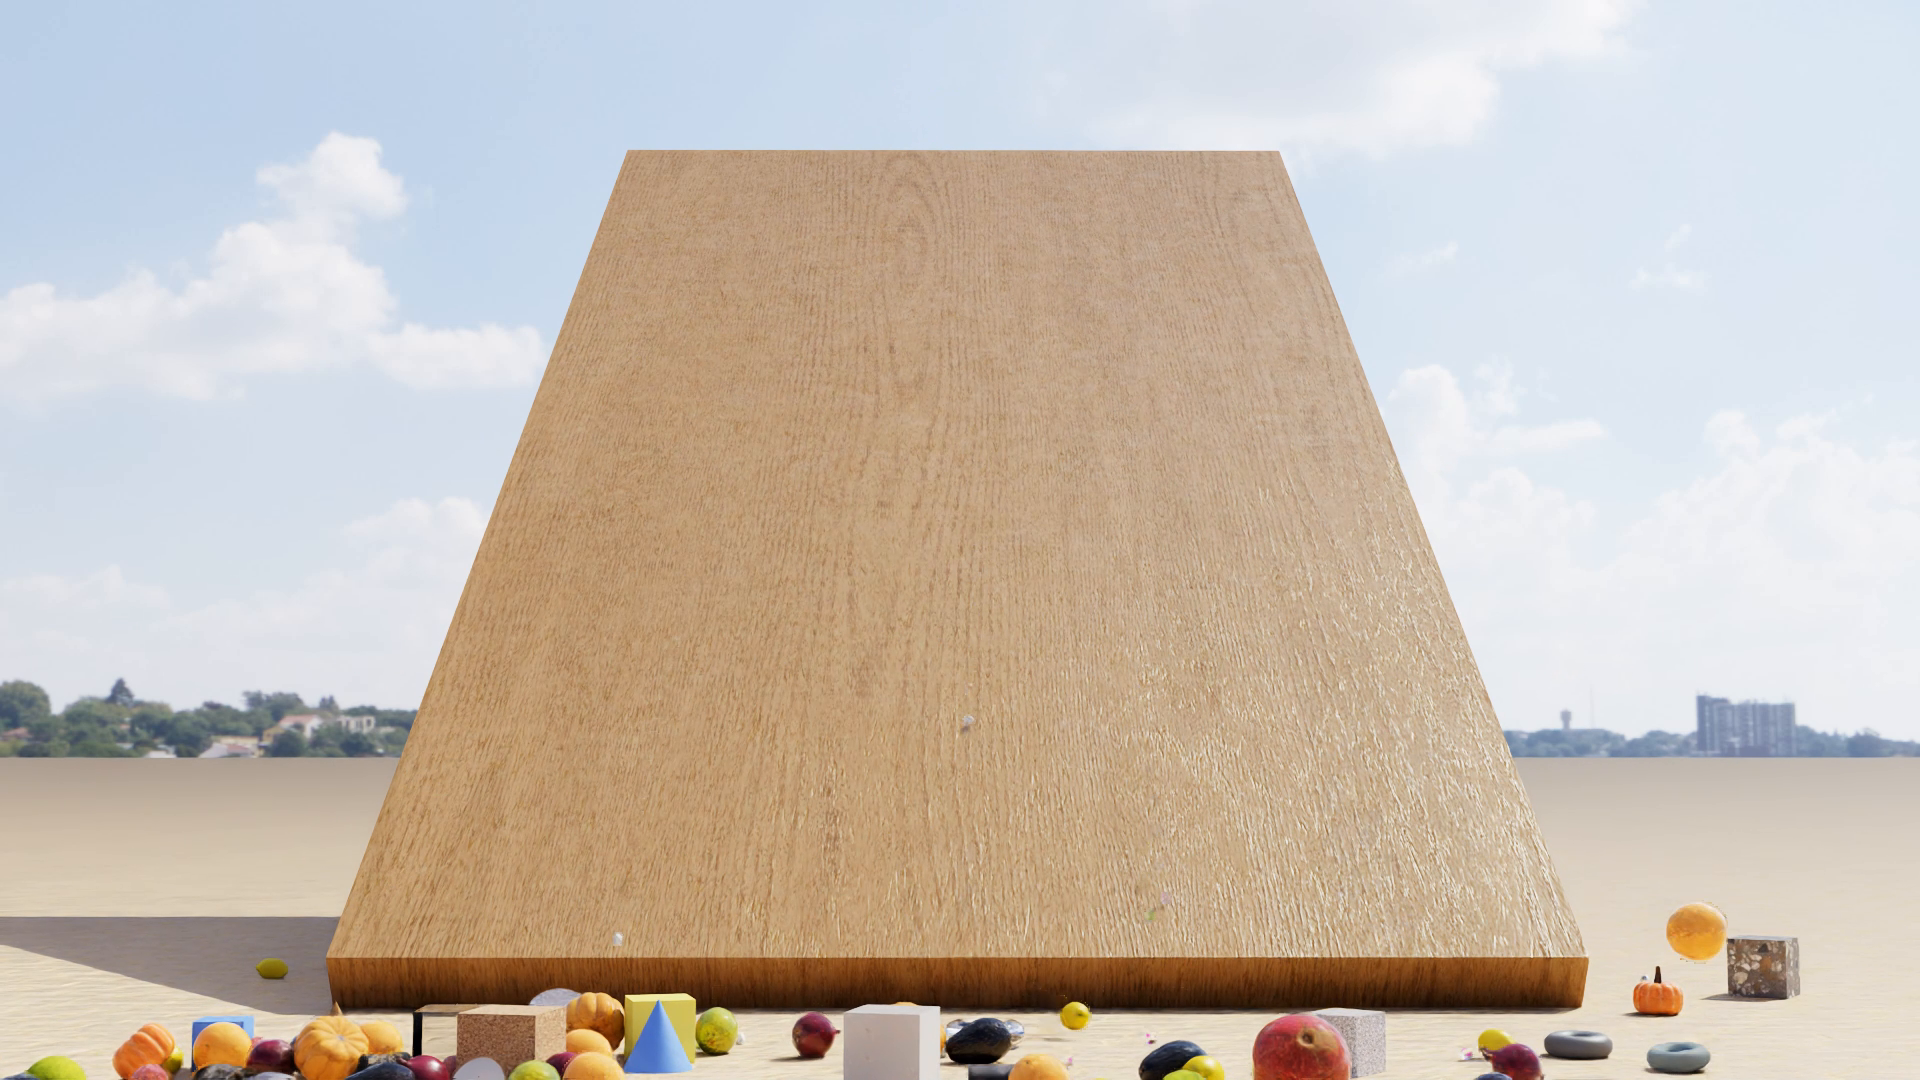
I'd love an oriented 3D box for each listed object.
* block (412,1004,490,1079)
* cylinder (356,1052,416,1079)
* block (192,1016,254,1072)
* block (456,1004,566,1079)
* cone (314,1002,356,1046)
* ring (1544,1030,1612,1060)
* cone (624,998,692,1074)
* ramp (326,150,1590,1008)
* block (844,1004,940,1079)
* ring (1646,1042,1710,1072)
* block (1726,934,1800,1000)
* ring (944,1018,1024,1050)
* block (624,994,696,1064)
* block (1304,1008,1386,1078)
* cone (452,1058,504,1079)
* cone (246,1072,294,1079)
[{"bbox_3d":[-0.629,0.629,2.970,0.090,0.090,0.090,0,-5,-1],"label":"block"},{"bbox_3d":[-0.679,0.634,2.816,0.053,0.053,0.053,1,-5,-34],"label":"cylinder"},{"bbox_3d":[-0.953,0.652,3.079,0.064,0.064,0.064,0,-5,-5],"label":"block"},{"bbox_3d":[-0.539,0.615,2.864,0.099,0.099,0.099,-1,-5,12],"label":"block"},{"bbox_3d":[-0.879,0.678,3.351,0.059,0.059,0.059,0,-5,0],"label":"cone"},{"bbox_3d":[0.833,0.680,3.209,0.091,0.030,0.091,0,-4,0],"label":"ring"},{"bbox_3d":[-0.390,0.638,3.078,0.090,0.090,0.090,0,-5,0],"label":"cone"},{"bbox_3d":[-0.011,-0.224,5.562,2.000,0.100,4.000,0,28,0],"label":"ramp"},{"bbox_3d":[-0.083,0.620,2.902,0.095,0.095,0.095,-1,-5,14],"label":"block"},{"bbox_3d":[0.925,0.666,3.068,0.080,0.027,0.080,-6,0,0],"label":"ring"},{"bbox_3d":[1.354,0.719,4.012,0.096,0.096,0.096,-3,-6,32],"label":"block"},{"bbox_3d":[0.034,0.686,3.308,0.113,0.038,0.113,0,-6,0],"label":"ring"},{"bbox_3d":[-0.399,0.650,3.165,0.083,0.083,0.083,1,-5,-15],"label":"block"},{"bbox_3d":[0.493,0.643,3.048,0.076,0.076,0.076,-4,-6,39],"label":"block"},{"bbox_3d":[-0.530,0.634,2.699,0.072,0.072,0.072,-2,-32,23],"label":"cone"},{"bbox_3d":[-0.715,0.611,2.472,0.083,0.083,0.083,2,21,-25],"label":"cone"}]
